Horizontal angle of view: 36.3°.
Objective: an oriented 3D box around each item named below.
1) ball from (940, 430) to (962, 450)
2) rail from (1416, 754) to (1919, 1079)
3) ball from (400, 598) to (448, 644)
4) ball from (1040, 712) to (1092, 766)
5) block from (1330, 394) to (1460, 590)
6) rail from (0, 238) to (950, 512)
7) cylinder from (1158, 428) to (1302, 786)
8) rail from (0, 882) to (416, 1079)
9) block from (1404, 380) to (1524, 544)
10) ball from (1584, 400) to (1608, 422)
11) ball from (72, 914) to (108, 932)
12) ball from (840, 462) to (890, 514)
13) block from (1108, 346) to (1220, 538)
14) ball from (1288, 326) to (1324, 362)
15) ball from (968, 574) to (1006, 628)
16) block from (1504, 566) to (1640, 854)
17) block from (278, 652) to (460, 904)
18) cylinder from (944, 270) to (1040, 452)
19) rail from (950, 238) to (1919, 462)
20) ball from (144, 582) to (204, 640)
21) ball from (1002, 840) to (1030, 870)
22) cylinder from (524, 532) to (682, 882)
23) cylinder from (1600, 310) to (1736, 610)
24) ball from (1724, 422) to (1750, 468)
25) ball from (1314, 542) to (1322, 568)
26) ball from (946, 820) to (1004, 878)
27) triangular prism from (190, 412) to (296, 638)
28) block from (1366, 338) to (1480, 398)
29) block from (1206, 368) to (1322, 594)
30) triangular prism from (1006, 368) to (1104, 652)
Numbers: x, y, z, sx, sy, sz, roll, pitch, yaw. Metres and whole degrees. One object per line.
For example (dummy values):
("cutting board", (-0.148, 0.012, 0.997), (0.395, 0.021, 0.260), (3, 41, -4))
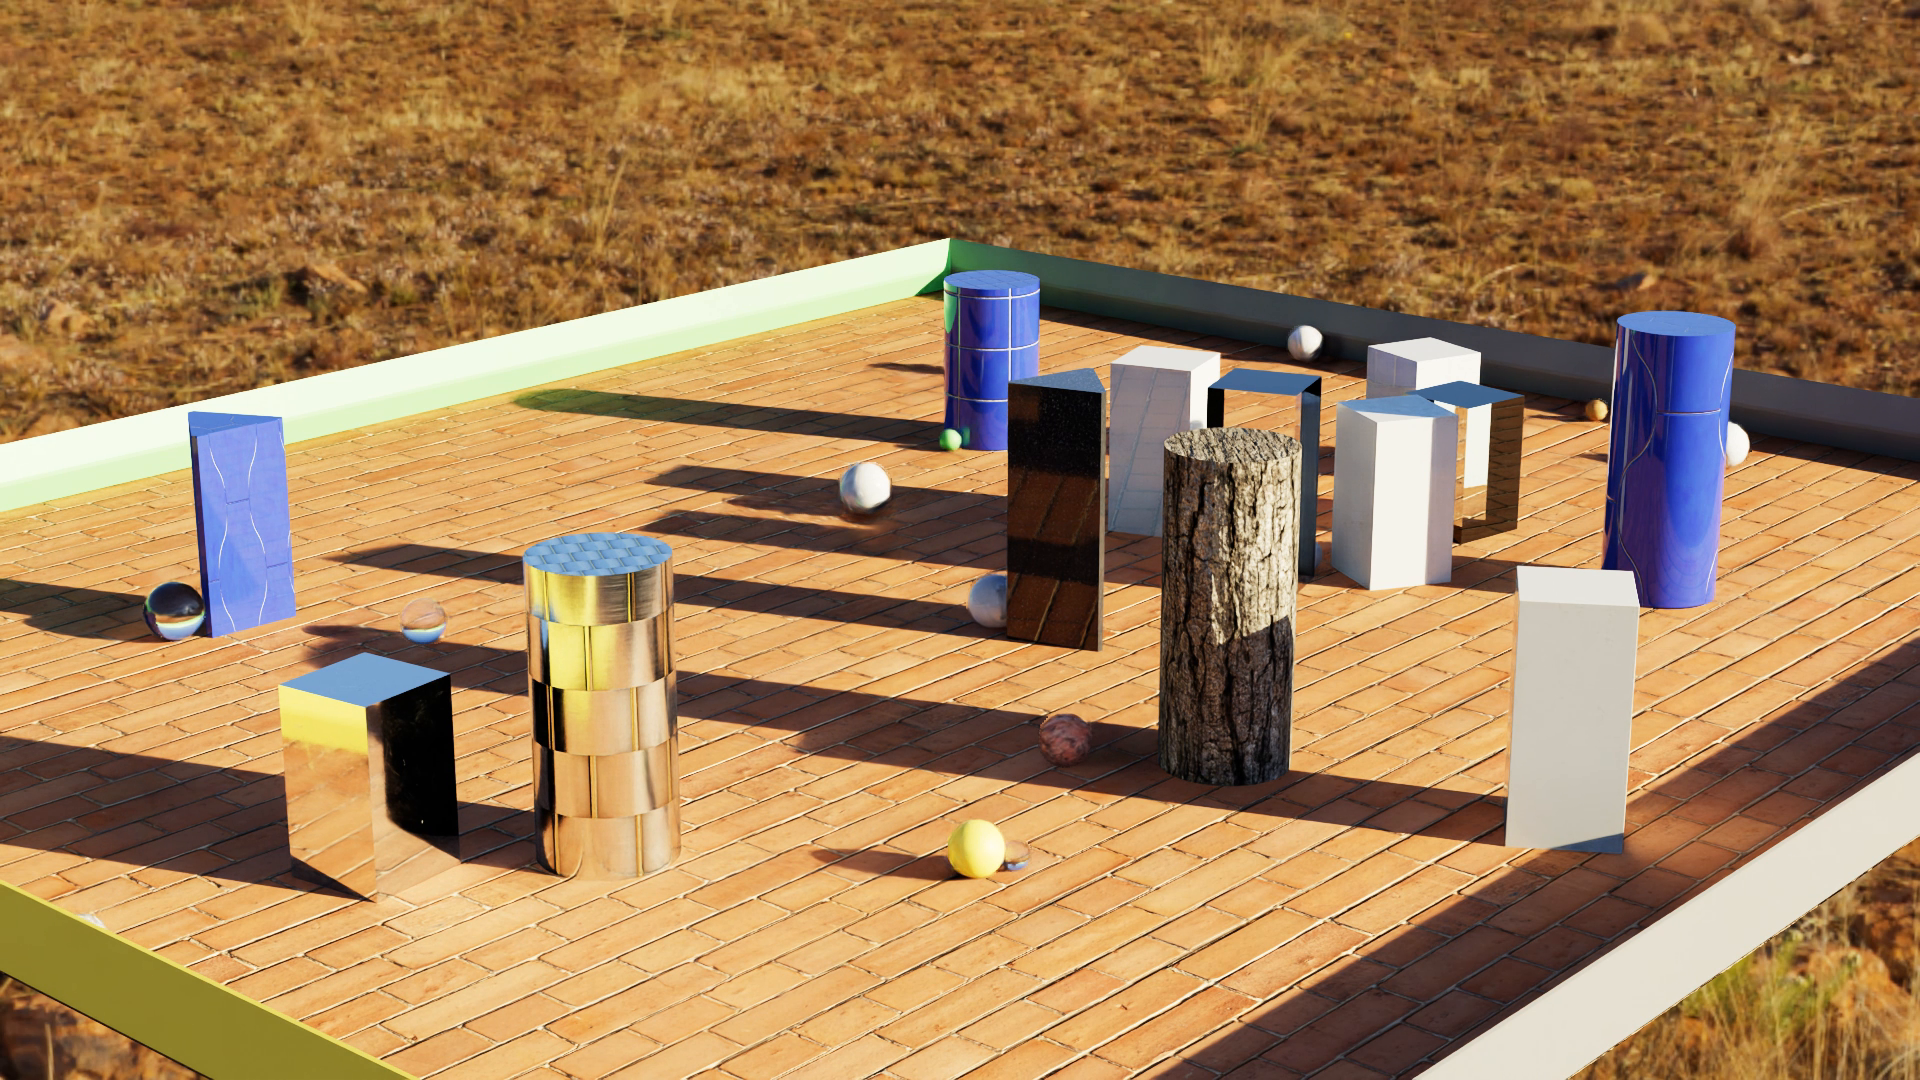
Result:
("ball", (-0.019, -0.206, 6.061), (0.044, 0.044, 0.044), (0, 17, 0))
("rail", (1.289, 0.355, 4.048), (0.045, 0.129, 3.903), (14, 22, 39))
("ball", (-0.892, 0.134, 4.873), (0.078, 0.078, 0.078), (0, 17, 0))
("ball", (0.156, 0.295, 4.341), (0.077, 0.077, 0.077), (0, 17, 0))
("block", (0.771, -0.086, 5.209), (0.158, 0.305, 0.158), (-6, 18, -18))
("rail", (-1.289, -0.291, 6.192), (0.045, 0.129, 3.903), (14, 22, 39))
("cylinder", (0.393, 0.096, 4.289), (0.198, 0.488, 0.198), (0, 17, 0))
("rail", (-1.264, 0.452, 3.726), (3.463, 0.129, 0.045), (14, 22, 39))
("block", (0.938, -0.148, 5.495), (0.158, 0.258, 0.158), (-13, 21, -37))
("ball", (1.365, -0.277, 6.292), (0.047, 0.047, 0.047), (0, 17, 0))
("ball", (-1.101, 0.502, 3.670), (0.069, 0.069, 0.069), (0, 17, 0))
("ball", (-0.182, -0.099, 5.610), (0.099, 0.099, 0.099), (0, 17, 0))
("block", (0.383, -0.184, 5.504), (0.158, 0.323, 0.158), (7, 18, 23))
("ball", (0.805, -0.456, 6.822), (0.084, 0.084, 0.084), (0, 17, 0))
("ball", (0.059, 0.103, 4.952), (0.092, 0.092, 0.092), (0, 17, 0))
("block", (0.843, 0.233, 4.059), (0.158, 0.357, 0.158), (3, 17, 9))
("block", (-0.790, 0.316, 3.930), (0.158, 0.274, 0.158), (11, 20, 32))
("cylinder", (0.066, -0.374, 6.105), (0.198, 0.341, 0.198), (0, 17, 0))
("rail", (1.264, -0.388, 6.513), (3.463, 0.129, 0.045), (14, 22, 39))
("ball", (-1.310, 0.118, 4.890), (0.099, 0.099, 0.099), (0, 17, 0))
("ball", (0.075, 0.427, 3.967), (0.041, 0.041, 0.041), (0, 17, 0))
("cylinder", (-0.482, 0.224, 3.966), (0.198, 0.429, 0.198), (0, 17, 0))
("cylinder", (1.224, -0.140, 5.081), (0.198, 0.482, 0.198), (0, 17, 0))
("ball", (1.546, -0.191, 5.925), (0.095, 0.095, 0.095), (0, 17, 0))
("ball", (0.623, 0.026, 5.268), (0.058, 0.058, 0.058), (0, 17, 0))
("ball", (0.021, 0.415, 3.940), (0.078, 0.078, 0.078), (0, 17, 0))
("triangular prism", (-1.250, -0.036, 4.966), (0.149, 0.350, 0.172), (16, 23, 42))
("block", (0.927, -0.262, 5.894), (0.158, 0.248, 0.158), (-9, 19, -28))
("block", (0.530, -0.099, 5.142), (0.158, 0.368, 0.158), (7, 18, 22))
("triangular prism", (0.186, -0.056, 4.877), (0.172, 0.440, 0.149), (8, 18, 24))
